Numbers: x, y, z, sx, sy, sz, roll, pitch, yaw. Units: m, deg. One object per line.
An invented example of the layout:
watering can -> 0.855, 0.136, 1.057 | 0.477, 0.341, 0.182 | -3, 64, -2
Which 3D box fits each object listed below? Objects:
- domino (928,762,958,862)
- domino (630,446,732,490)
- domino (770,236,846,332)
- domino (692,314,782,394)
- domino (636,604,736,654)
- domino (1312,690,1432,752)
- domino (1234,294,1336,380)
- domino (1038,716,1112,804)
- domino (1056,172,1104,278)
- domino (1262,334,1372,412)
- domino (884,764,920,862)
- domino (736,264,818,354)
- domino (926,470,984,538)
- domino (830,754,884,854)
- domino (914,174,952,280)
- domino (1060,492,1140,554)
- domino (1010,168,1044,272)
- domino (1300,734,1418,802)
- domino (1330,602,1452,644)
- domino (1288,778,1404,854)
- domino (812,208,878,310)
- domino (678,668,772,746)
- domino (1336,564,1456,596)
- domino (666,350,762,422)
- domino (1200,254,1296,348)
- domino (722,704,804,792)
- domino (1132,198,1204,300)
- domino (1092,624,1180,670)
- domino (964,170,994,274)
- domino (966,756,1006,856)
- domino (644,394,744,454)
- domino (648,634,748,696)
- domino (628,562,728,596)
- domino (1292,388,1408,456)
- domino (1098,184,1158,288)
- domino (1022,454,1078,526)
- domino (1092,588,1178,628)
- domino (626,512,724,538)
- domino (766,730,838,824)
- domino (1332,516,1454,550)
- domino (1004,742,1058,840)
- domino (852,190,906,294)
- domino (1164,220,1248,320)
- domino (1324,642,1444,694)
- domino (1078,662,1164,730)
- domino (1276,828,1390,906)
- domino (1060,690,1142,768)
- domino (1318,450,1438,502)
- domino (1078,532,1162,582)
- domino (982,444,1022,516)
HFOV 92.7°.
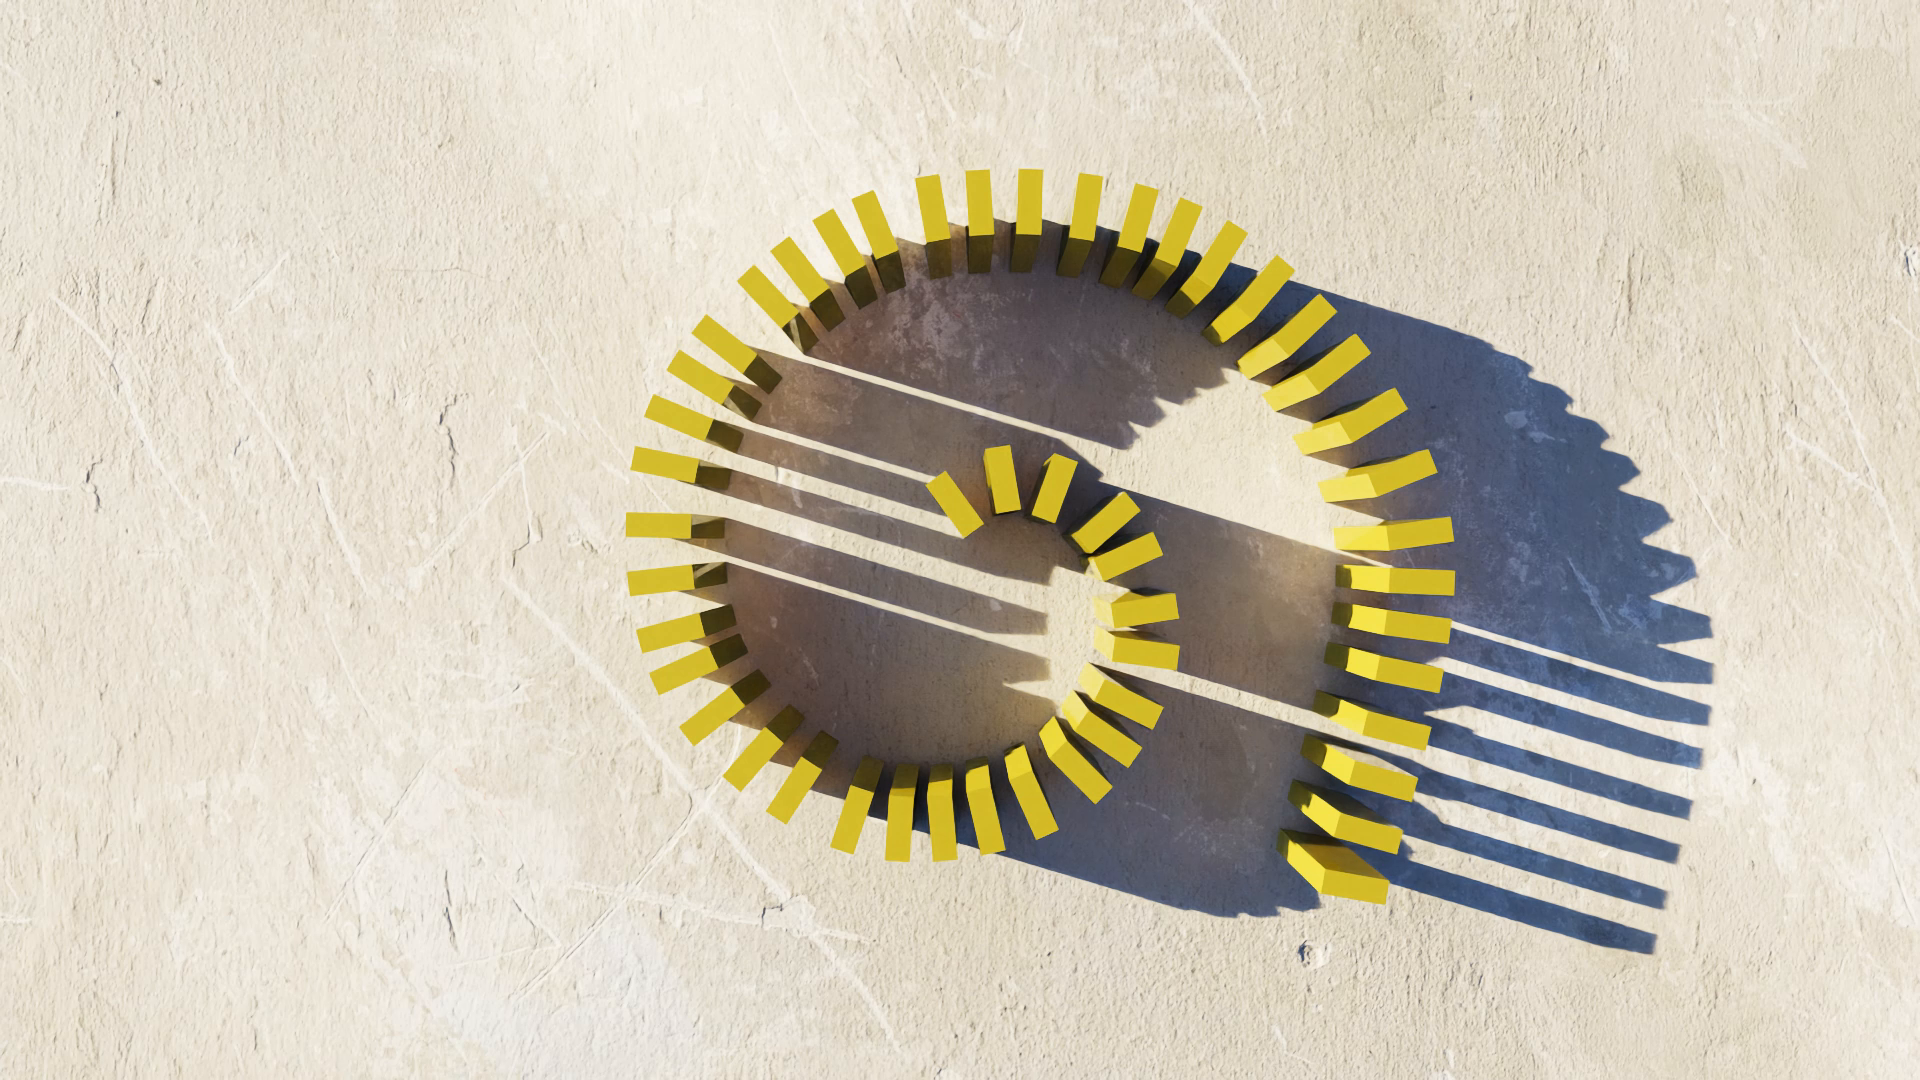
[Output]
domino -> -0.007, 0.110, 0.375 | 0.009, 0.050, 0.025 | -5, 90, 0
domino -> -0.113, -0.029, 0.375 | 0.025, 0.050, 0.010 | 11, 90, 0
domino -> -0.061, -0.103, 0.375 | 0.009, 0.050, 0.025 | -38, 90, 0
domino -> -0.090, -0.075, 0.375 | 0.025, 0.050, 0.010 | 39, 90, 0
domino -> -0.111, 0.036, 0.375 | 0.025, 0.050, 0.010 | -15, 90, 0
domino -> 0.167, 0.073, 0.375 | 0.025, 0.050, 0.010 | 14, 90, 0
domino -> 0.132, -0.082, 0.375 | 0.025, 0.050, 0.009 | -43, 90, 0
domino -> 0.046, 0.089, 0.375 | 0.010, 0.050, 0.025 | -45, 90, 0
domino -> 0.048, -0.127, 0.375 | 0.010, 0.050, 0.025 | 9, 90, 0
domino -> 0.144, -0.067, 0.375 | 0.025, 0.050, 0.009 | -38, 90, 0
domino -> -0.023, 0.110, 0.375 | 0.010, 0.050, 0.025 | 4, 90, 0
domino -> -0.073, -0.093, 0.375 | 0.009, 0.050, 0.025 | -43, 90, 0
domino -> -0.002, -0.014, 0.375 | 0.010, 0.050, 0.025 | -36, 90, 0
domino -> -0.041, 0.107, 0.375 | 0.009, 0.050, 0.025 | 19, 90, 0
domino -> -0.010, -0.127, 0.375 | 0.010, 0.050, 0.025 | -10, 90, 0
domino -> 0.057, -0.007, 0.375 | 0.025, 0.050, 0.010 | -41, 90, 0
domino -> 0.027, -0.129, 0.375 | 0.010, 0.050, 0.025 | 2, 90, 0
domino -> 0.162, 0.092, 0.375 | 0.025, 0.050, 0.010 | 16, 90, 0
domino -> 0.175, 0.033, 0.375 | 0.025, 0.050, 0.010 | 8, 90, 0
domino -> 0.156, 0.112, 0.375 | 0.025, 0.050, 0.009 | 16, 90, 0
domino -> -0.046, -0.114, 0.375 | 0.010, 0.050, 0.025 | -30, 90, 0
domino -> -0.095, 0.068, 0.375 | 0.025, 0.050, 0.009 | -38, 90, 0
domino -> 0.176, 0.016, 0.375 | 0.025, 0.050, 0.009 | 2, 90, 0
domino -> -0.099, -0.062, 0.375 | 0.025, 0.050, 0.009 | 32, 90, 0
domino -> 0.117, -0.097, 0.375 | 0.010, 0.050, 0.025 | 41, 90, 0
domino -> -0.079, 0.084, 0.375 | 0.009, 0.050, 0.025 | 41, 90, 0
domino -> 0.084, -0.118, 0.375 | 0.009, 0.050, 0.025 | 23, 90, 0
domino -> 0.071, 0.043, 0.375 | 0.025, 0.050, 0.010 | 8, 90, 0
domino -> 0.008, -0.129, 0.375 | 0.009, 0.050, 0.025 | -4, 90, 0
domino -> 0.010, 0.107, 0.375 | 0.009, 0.050, 0.025 | -13, 90, 0
domino -> -0.107, -0.047, 0.375 | 0.025, 0.050, 0.010 | 23, 90, 0
domino -> -0.106, 0.050, 0.375 | 0.025, 0.050, 0.010 | -24, 90, 0
domino -> -0.114, 0.015, 0.375 | 0.025, 0.050, 0.009 | -6, 90, 0
domino -> 0.158, -0.048, 0.375 | 0.025, 0.050, 0.009 | -31, 90, 0
domino -> 0.068, -0.123, 0.375 | 0.009, 0.050, 0.025 | 16, 90, 0
domino -> 0.036, -0.020, 0.375 | 0.010, 0.050, 0.025 | 20, 90, 0
domino -> 0.071, 0.027, 0.375 | 0.025, 0.050, 0.010 | -9, 90, 0
domino -> -0.115, -0.006, 0.375 | 0.025, 0.050, 0.010 | 1, 90, 0
domino -> -0.063, 0.096, 0.375 | 0.010, 0.050, 0.025 | 33, 90, 0
domino -> 0.176, -0.002, 0.375 | 0.025, 0.050, 0.009 | -8, 90, 0
domino -> 0.028, 0.101, 0.375 | 0.009, 0.050, 0.025 | -24, 90, 0
domino -> -0.032, -0.121, 0.375 | 0.010, 0.050, 0.025 | -22, 90, 0
domino -> 0.100, -0.109, 0.375 | 0.010, 0.050, 0.025 | 33, 90, 0
domino -> 0.172, 0.051, 0.375 | 0.025, 0.050, 0.010 | 11, 90, 0
domino -> 0.065, 0.063, 0.375 | 0.025, 0.050, 0.009 | 26, 90, 0
domino -> 0.151, 0.133, 0.375 | 0.025, 0.050, 0.010 | 10, 90, 0
domino -> 0.057, 0.076, 0.375 | 0.025, 0.050, 0.010 | 35, 90, 0
domino -> 0.169, -0.026, 0.375 | 0.025, 0.050, 0.009 | -22, 90, 0
domino -> 0.064, 0.006, 0.375 | 0.025, 0.050, 0.009 | -24, 90, 0
domino -> 0.017, -0.023, 0.375 | 0.009, 0.050, 0.025 | -10, 90, 0
